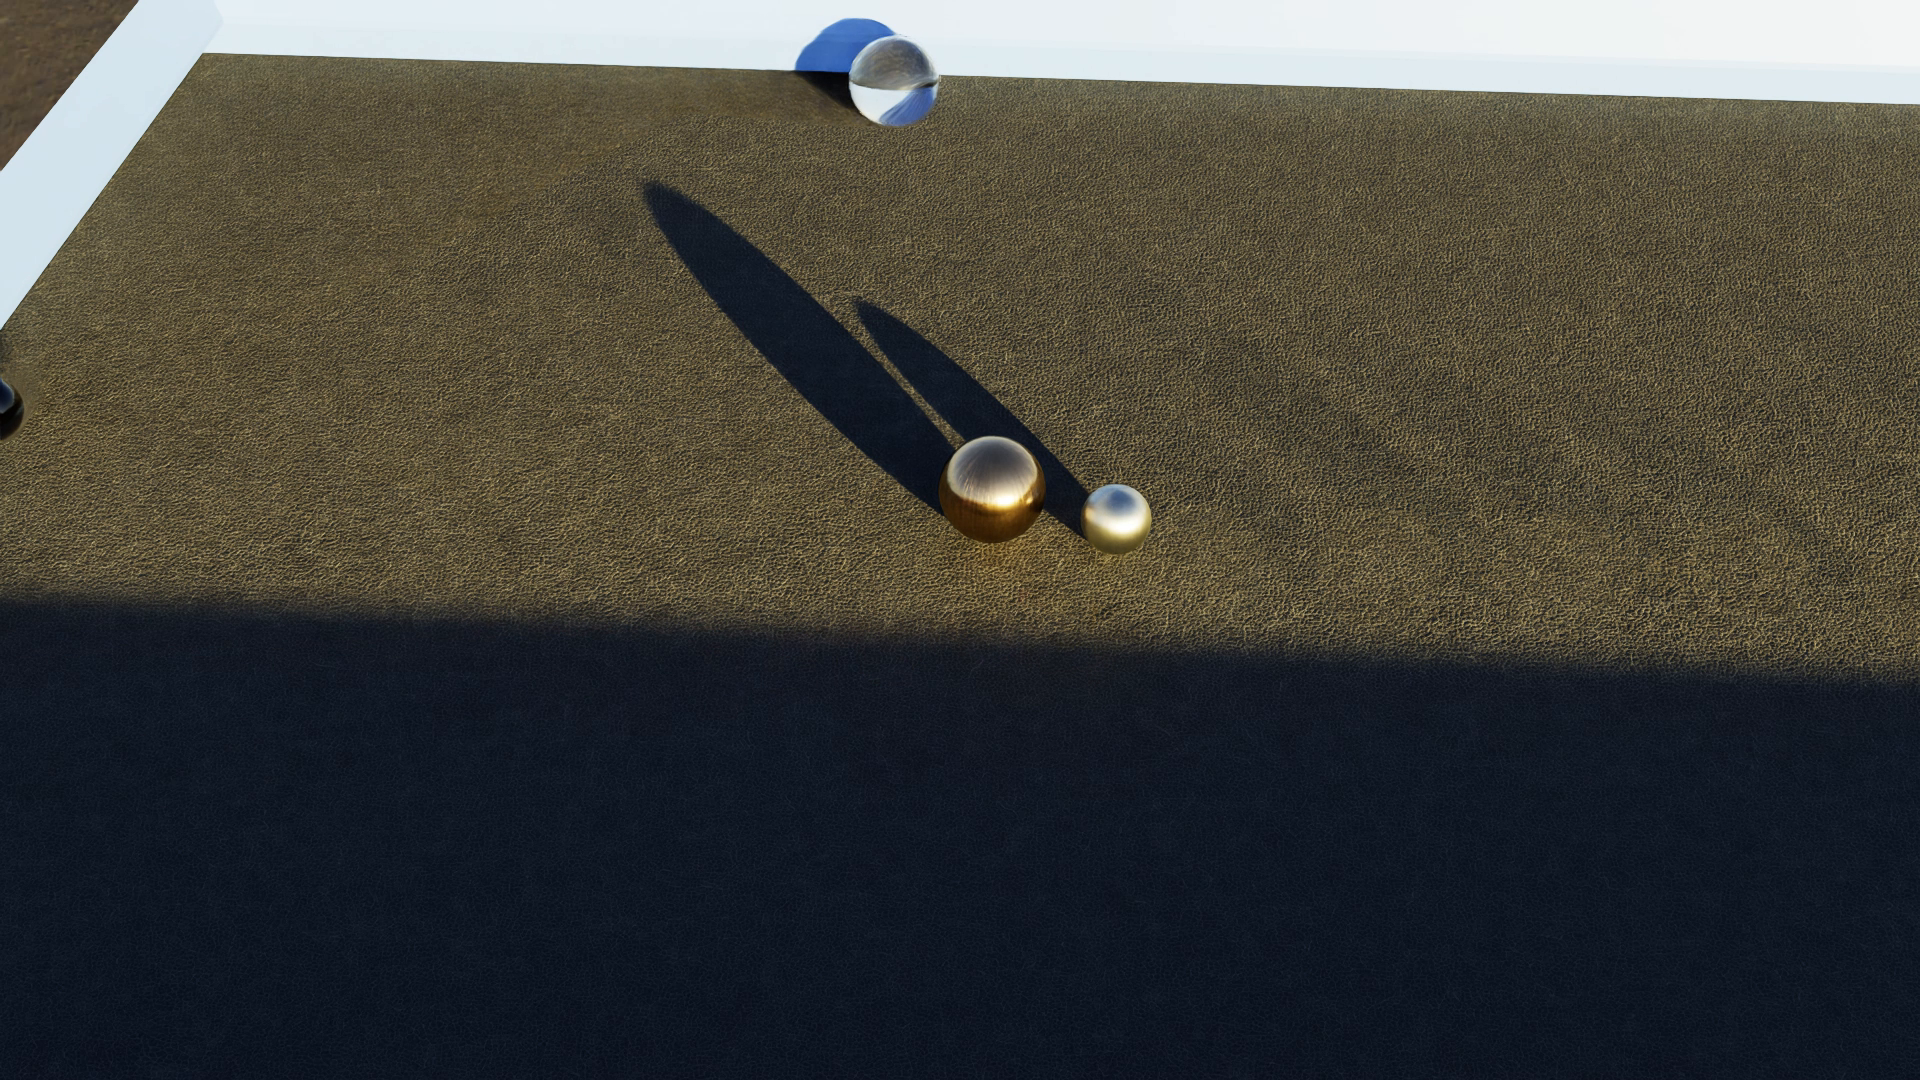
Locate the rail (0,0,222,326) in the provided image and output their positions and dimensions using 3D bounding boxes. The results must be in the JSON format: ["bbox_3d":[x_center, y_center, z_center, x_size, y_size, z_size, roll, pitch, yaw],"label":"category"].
[{"bbox_3d":[-0.786,-0.055,1.843,0.045,0.109,1.638,2,36,3],"label":"rail"}]

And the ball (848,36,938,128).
[{"bbox_3d":[-0.062,-0.426,2.389,0.084,0.084,0.084,0,35,0],"label":"ball"}]

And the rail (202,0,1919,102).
[{"bbox_3d":[0.865,-0.450,2.399,3.245,0.109,0.045,2,36,3],"label":"rail"}]

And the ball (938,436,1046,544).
[{"bbox_3d":[0.023,-0.037,1.846,0.078,0.078,0.078,0,35,0],"label":"ball"}]

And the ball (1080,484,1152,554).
[{"bbox_3d":[0.112,-0.015,1.838,0.051,0.051,0.051,0,35,0],"label":"ball"}]

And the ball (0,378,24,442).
[{"bbox_3d":[-0.741,-0.099,1.955,0.053,0.053,0.053,0,35,0],"label":"ball"}]
